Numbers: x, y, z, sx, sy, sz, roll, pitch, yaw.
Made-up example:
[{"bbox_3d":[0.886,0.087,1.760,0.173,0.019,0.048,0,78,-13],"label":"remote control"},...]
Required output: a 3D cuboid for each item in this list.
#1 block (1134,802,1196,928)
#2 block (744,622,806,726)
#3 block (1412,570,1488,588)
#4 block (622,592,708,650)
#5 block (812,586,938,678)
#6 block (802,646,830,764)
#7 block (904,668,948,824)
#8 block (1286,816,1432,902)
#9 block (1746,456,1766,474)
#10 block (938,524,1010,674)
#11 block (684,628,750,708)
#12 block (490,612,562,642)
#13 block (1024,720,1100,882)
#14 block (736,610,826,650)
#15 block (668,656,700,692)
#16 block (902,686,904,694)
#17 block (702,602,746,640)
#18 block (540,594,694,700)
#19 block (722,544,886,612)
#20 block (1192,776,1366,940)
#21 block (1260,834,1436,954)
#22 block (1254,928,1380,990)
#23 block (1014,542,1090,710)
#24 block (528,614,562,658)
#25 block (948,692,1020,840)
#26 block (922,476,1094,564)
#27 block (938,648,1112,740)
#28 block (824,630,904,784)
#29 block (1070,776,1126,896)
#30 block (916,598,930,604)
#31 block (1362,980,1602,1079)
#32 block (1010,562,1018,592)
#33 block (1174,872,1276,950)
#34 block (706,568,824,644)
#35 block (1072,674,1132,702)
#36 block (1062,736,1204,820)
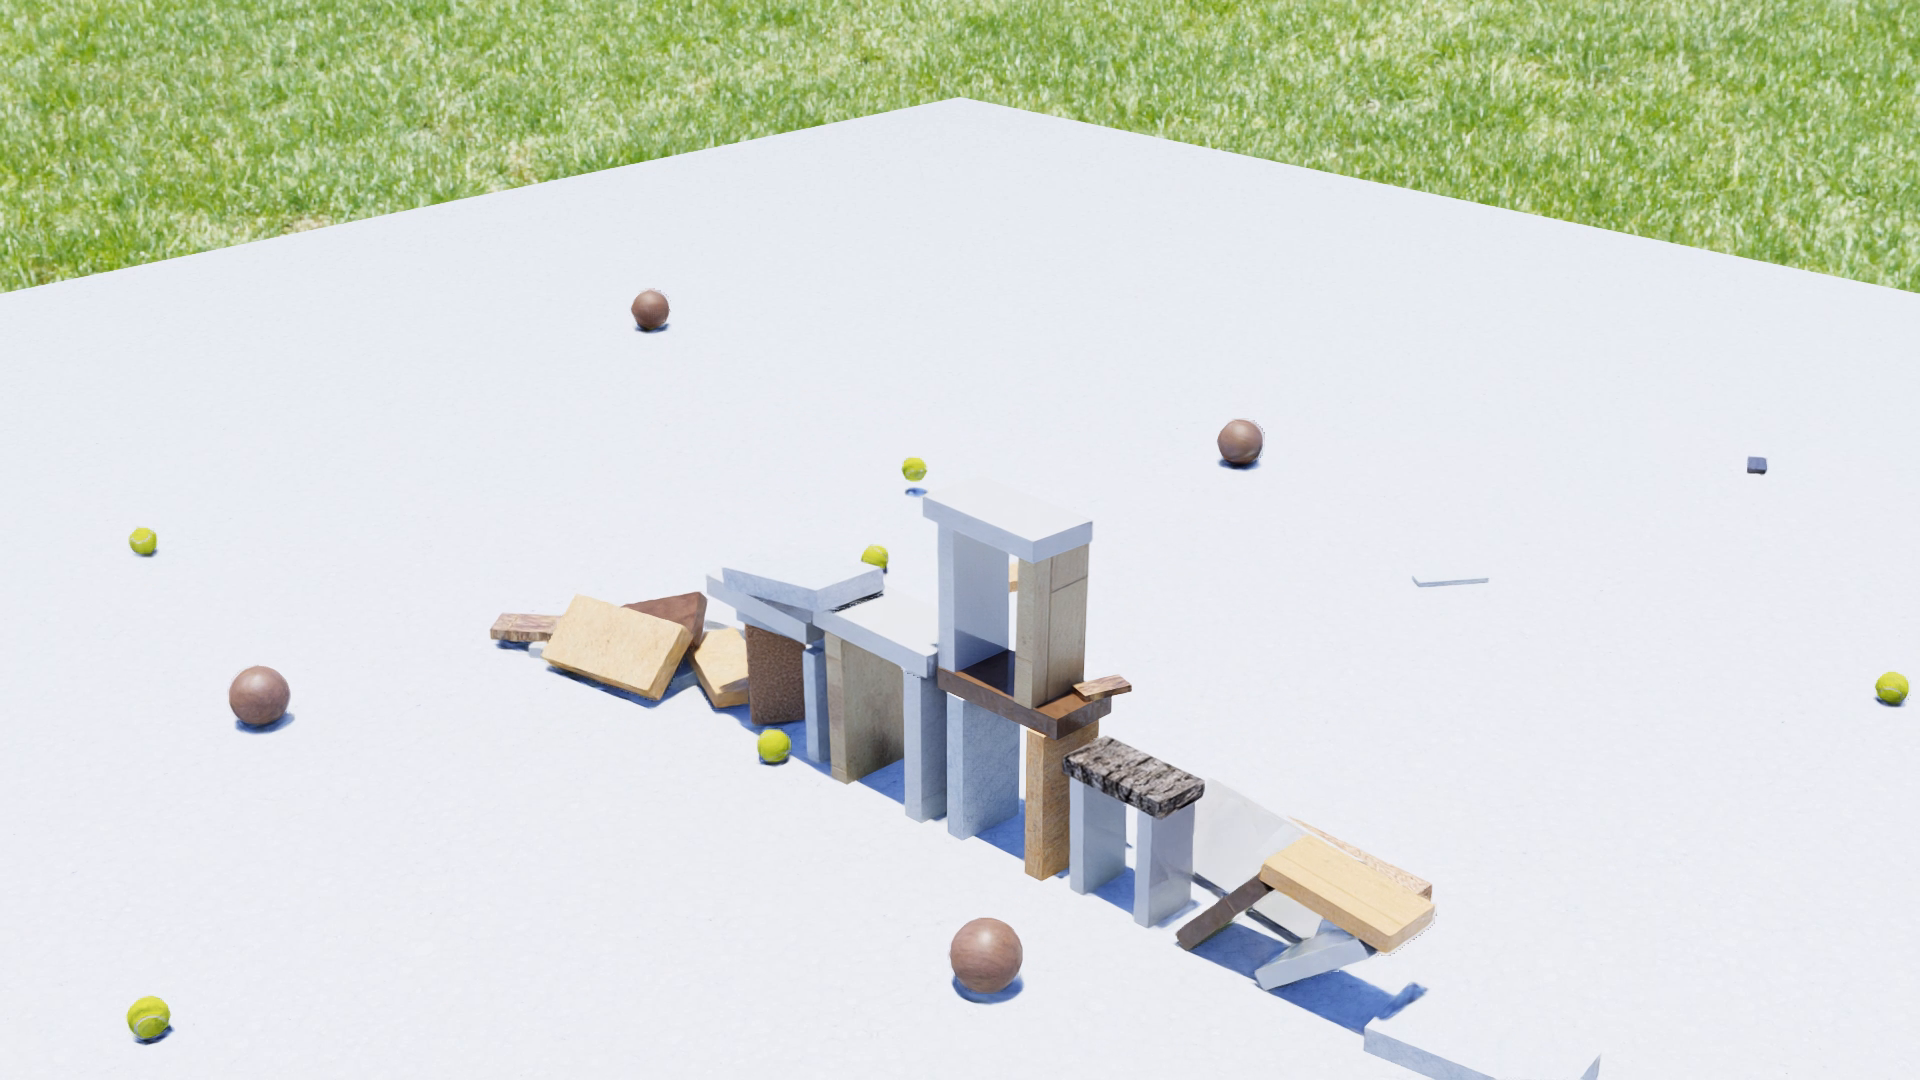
[{"bbox_3d":[0.379,0.587,4.068,0.121,0.242,0.034,-21,30,-40],"label":"block"},{"bbox_3d":[-0.398,0.271,4.795,0.126,0.252,0.036,-6,14,-14],"label":"block"},{"bbox_3d":[1.229,0.097,5.514,0.183,0.015,0.051,-4,23,-9],"label":"block"},{"bbox_3d":[-0.709,0.201,5.045,0.259,0.037,0.130,-10,52,23],"label":"block"},{"bbox_3d":[-0.123,0.176,4.428,0.167,0.047,0.335,-21,31,-40],"label":"block"},{"bbox_3d":[-0.269,0.334,4.651,0.036,0.252,0.126,19,30,41],"label":"block"},{"bbox_3d":[-0.035,0.386,4.422,0.047,0.335,0.167,21,31,41],"label":"block"},{"bbox_3d":[0.705,0.640,4.190,0.173,0.049,0.346,-20,30,-39],"label":"block"},{"bbox_3d":[2.261,-0.212,6.242,0.051,0.015,0.103,8,24,17],"label":"block"},{"bbox_3d":[0.027,0.090,4.246,0.043,0.304,0.152,21,31,41],"label":"block"},{"bbox_3d":[-0.529,0.286,4.962,0.130,0.037,0.259,-7,31,-23],"label":"block"},{"bbox_3d":[-1.001,0.207,5.172,0.185,0.026,0.092,3,24,7],"label":"block"},{"bbox_3d":[0.195,0.484,4.220,0.044,0.312,0.156,21,31,41],"label":"block"},{"bbox_3d":[-0.340,0.164,4.678,0.252,0.036,0.126,16,28,33],"label":"block"},{"bbox_3d":[-0.678,0.272,5.072,0.130,0.037,0.259,-21,31,-40],"label":"block"},{"bbox_3d":[-0.020,0.333,4.938,0.208,0.029,0.104,3,23,7],"label":"block"},{"bbox_3d":[-0.533,0.197,5.262,0.184,0.026,0.092,14,27,30],"label":"block"},{"bbox_3d":[-0.780,0.240,4.993,0.338,0.048,0.169,14,67,34],"label":"block"},{"bbox_3d":[-0.329,0.078,4.575,0.169,0.048,0.338,-19,20,-37],"label":"block"},{"bbox_3d":[0.574,0.600,4.125,0.049,0.173,0.374,24,3,-42],"label":"block"},{"bbox_3d":[0.662,0.603,3.767,0.267,0.038,0.134,28,35,37],"label":"block"},{"bbox_3d":[0.649,0.713,3.829,0.134,0.038,0.267,-21,-7,-41],"label":"block"},{"bbox_3d":[0.171,0.149,4.105,0.043,0.304,0.152,22,31,38],"label":"block"},{"bbox_3d":[-0.944,0.229,5.189,0.092,0.026,0.185,3,23,7],"label":"block"},{"bbox_3d":[0.047,0.426,4.358,0.156,0.312,0.044,-20,30,-38],"label":"block"},{"bbox_3d":[0.086,-0.041,4.108,0.152,0.043,0.304,-19,30,-38],"label":"block"},{"bbox_3d":[0.122,0.288,4.226,0.312,0.044,0.156,21,31,40],"label":"block"},{"bbox_3d":[-0.196,0.323,4.569,0.047,0.335,0.167,19,30,41],"label":"block"},{"bbox_3d":[0.263,0.541,4.174,0.121,0.242,0.034,-21,29,-40],"label":"block"},{"bbox_3d":[-0.138,0.196,5.262,0.104,0.029,0.208,3,23,7],"label":"block"},{"bbox_3d":[0.872,0.856,3.681,0.346,0.049,0.173,16,28,34],"label":"block"},{"bbox_3d":[0.128,0.094,5.501,0.208,0.029,0.104,-10,25,-22],"label":"block"},{"bbox_3d":[0.509,0.645,3.951,0.134,0.267,0.038,-21,72,-41],"label":"block"},{"bbox_3d":[-0.369,0.121,4.673,0.169,0.048,0.338,-21,31,-39],"label":"block"},{"bbox_3d":[0.268,0.281,4.168,0.103,0.015,0.051,-11,25,-24],"label":"block"},{"bbox_3d":[0.319,0.437,4.066,0.121,0.034,0.242,-21,31,-40],"label":"block"}]
